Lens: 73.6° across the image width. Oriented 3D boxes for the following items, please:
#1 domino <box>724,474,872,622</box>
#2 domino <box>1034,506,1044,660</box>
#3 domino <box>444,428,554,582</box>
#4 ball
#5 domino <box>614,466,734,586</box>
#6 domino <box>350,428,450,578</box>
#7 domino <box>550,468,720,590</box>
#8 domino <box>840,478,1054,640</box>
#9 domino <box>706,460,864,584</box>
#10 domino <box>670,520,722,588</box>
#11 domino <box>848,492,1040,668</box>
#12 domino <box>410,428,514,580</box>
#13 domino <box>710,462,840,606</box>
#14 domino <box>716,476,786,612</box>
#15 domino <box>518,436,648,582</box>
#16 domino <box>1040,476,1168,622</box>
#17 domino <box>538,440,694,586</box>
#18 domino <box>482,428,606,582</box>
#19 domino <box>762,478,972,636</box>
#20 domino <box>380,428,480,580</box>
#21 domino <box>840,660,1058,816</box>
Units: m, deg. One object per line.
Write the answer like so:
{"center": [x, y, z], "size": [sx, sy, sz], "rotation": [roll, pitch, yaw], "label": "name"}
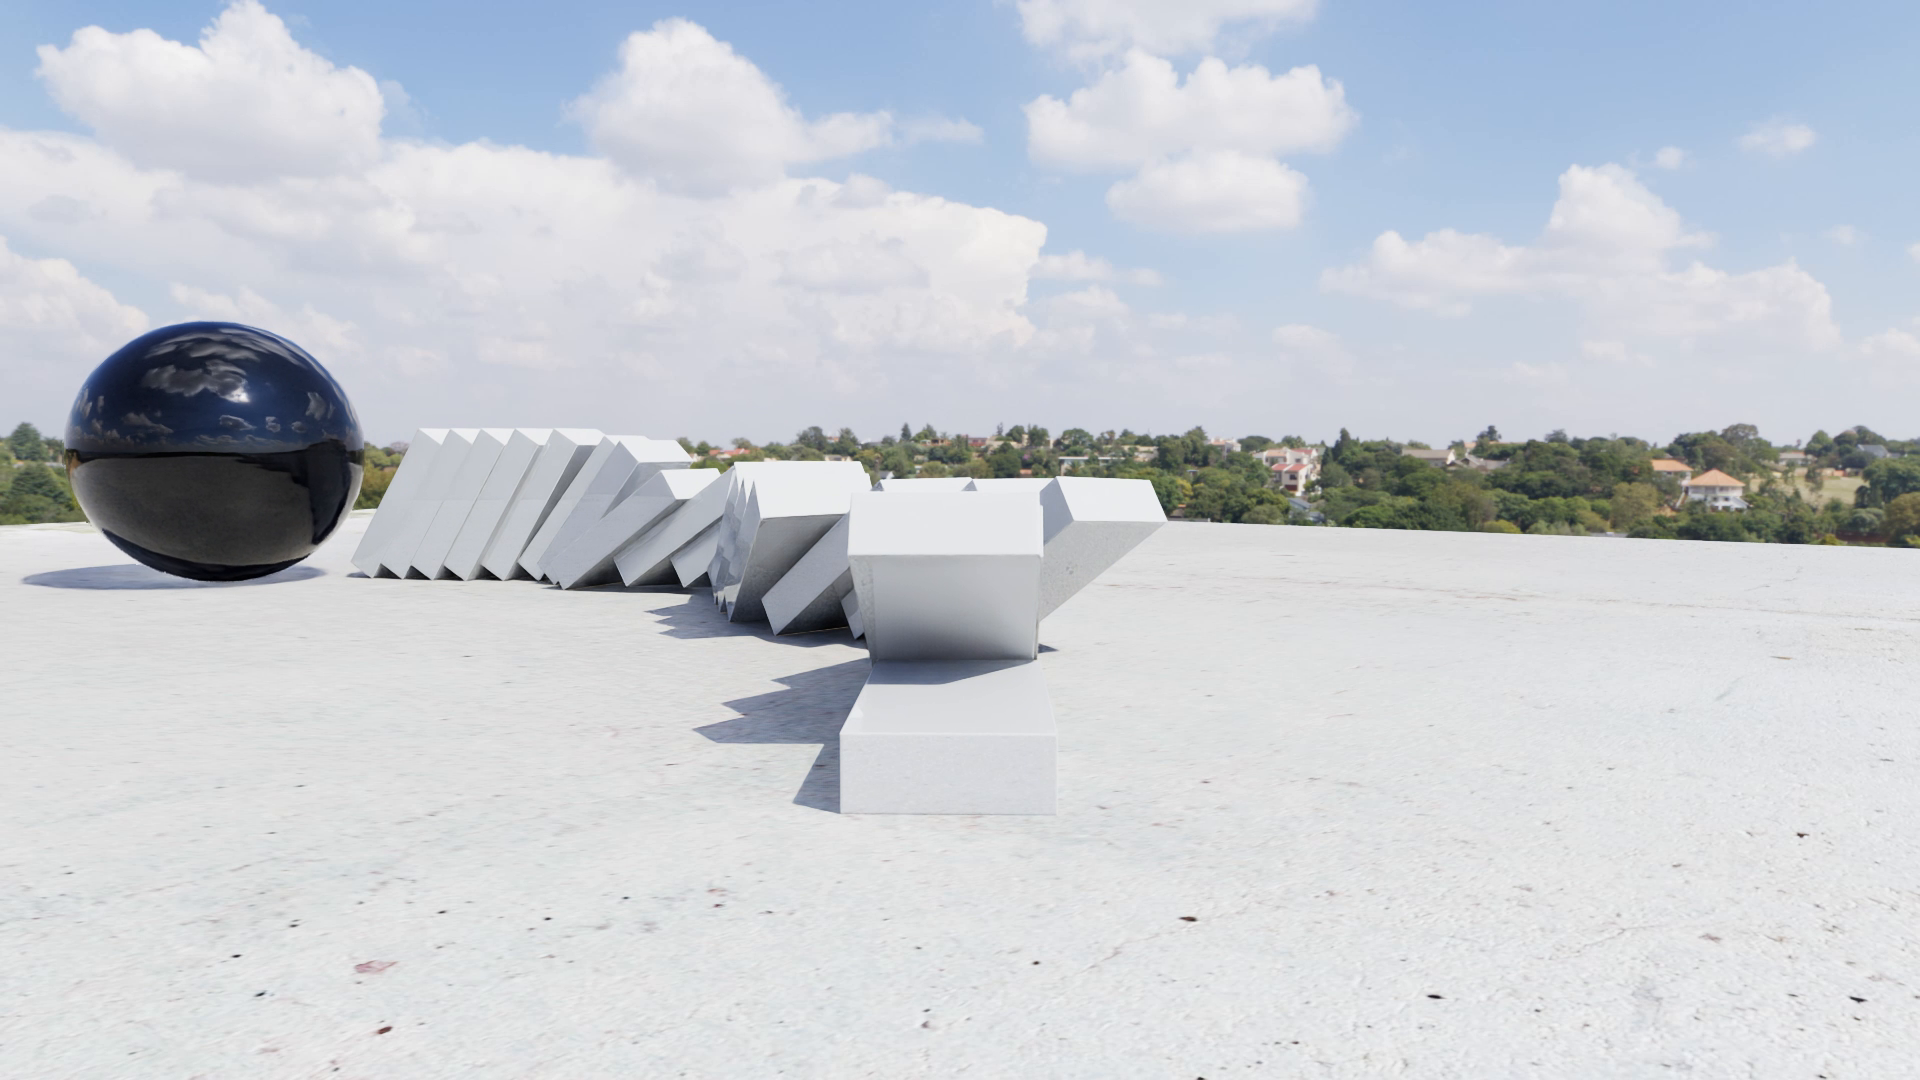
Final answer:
{"center": [-0.037, 0.003, 0.291], "size": [0.025, 0.010, 0.050], "rotation": [-4, -28, -20], "label": "domino"}
{"center": [0.002, 0.009, 0.233], "size": [0.025, 0.009, 0.050], "rotation": [0, -24, 2], "label": "domino"}
{"center": [-0.141, -0.012, 0.405], "size": [0.009, 0.050, 0.025], "rotation": [34, 11, 10], "label": "domino"}
{"center": [-0.226, -0.027, 0.394], "size": [0.080, 0.080, 0.080], "rotation": [0, 4, 0], "label": "ball"}
{"center": [-0.073, -0.004, 0.370], "size": [0.050, 0.010, 0.025], "rotation": [-34, -14, 21], "label": "domino"}
{"center": [-0.174, -0.012, 0.413], "size": [0.009, 0.050, 0.025], "rotation": [34, 11, 10], "label": "domino"}
{"center": [-0.093, -0.003, 0.374], "size": [0.050, 0.009, 0.025], "rotation": [-35, -12, 25], "label": "domino"}
{"center": [-0.001, 0.004, 0.271], "size": [0.025, 0.009, 0.050], "rotation": [-3, -28, -43], "label": "domino"}
{"center": [-0.047, -0.002, 0.345], "size": [0.025, 0.009, 0.050], "rotation": [-2, -33, -37], "label": "domino"}
{"center": [-0.055, -0.003, 0.365], "size": [0.050, 0.009, 0.025], "rotation": [-34, -15, 21], "label": "domino"}
{"center": [-0.001, 0.010, 0.190], "size": [0.025, 0.009, 0.050], "rotation": [0, -28, 2], "label": "domino"}
{"center": [-0.152, -0.012, 0.407], "size": [0.010, 0.050, 0.025], "rotation": [34, 11, 10], "label": "domino"}
{"center": [-0.047, -0.001, 0.325], "size": [0.025, 0.010, 0.050], "rotation": [-2, -33, -20], "label": "domino"}
{"center": [-0.043, 0.002, 0.309], "size": [0.025, 0.009, 0.050], "rotation": [-2, -29, -19], "label": "domino"}
{"center": [-0.116, -0.010, 0.404], "size": [0.009, 0.050, 0.025], "rotation": [40, 12, 9], "label": "domino"}
{"center": [0.016, 0.005, 0.259], "size": [0.025, 0.009, 0.050], "rotation": [0, -30, -39], "label": "domino"}
{"center": [-0.105, -0.008, 0.390], "size": [0.009, 0.050, 0.025], "rotation": [46, 22, 16], "label": "domino"}
{"center": [-0.129, -0.012, 0.406], "size": [0.009, 0.050, 0.025], "rotation": [34, 11, 10], "label": "domino"}
{"center": [-0.019, 0.004, 0.278], "size": [0.025, 0.009, 0.050], "rotation": [-4, -27, -43], "label": "domino"}
{"center": [-0.163, -0.012, 0.411], "size": [0.010, 0.050, 0.025], "rotation": [34, 11, 10], "label": "domino"}
{"center": [-0.001, 0.025, 0.172], "size": [0.025, 0.009, 0.050], "rotation": [0, 4, 1], "label": "domino"}
